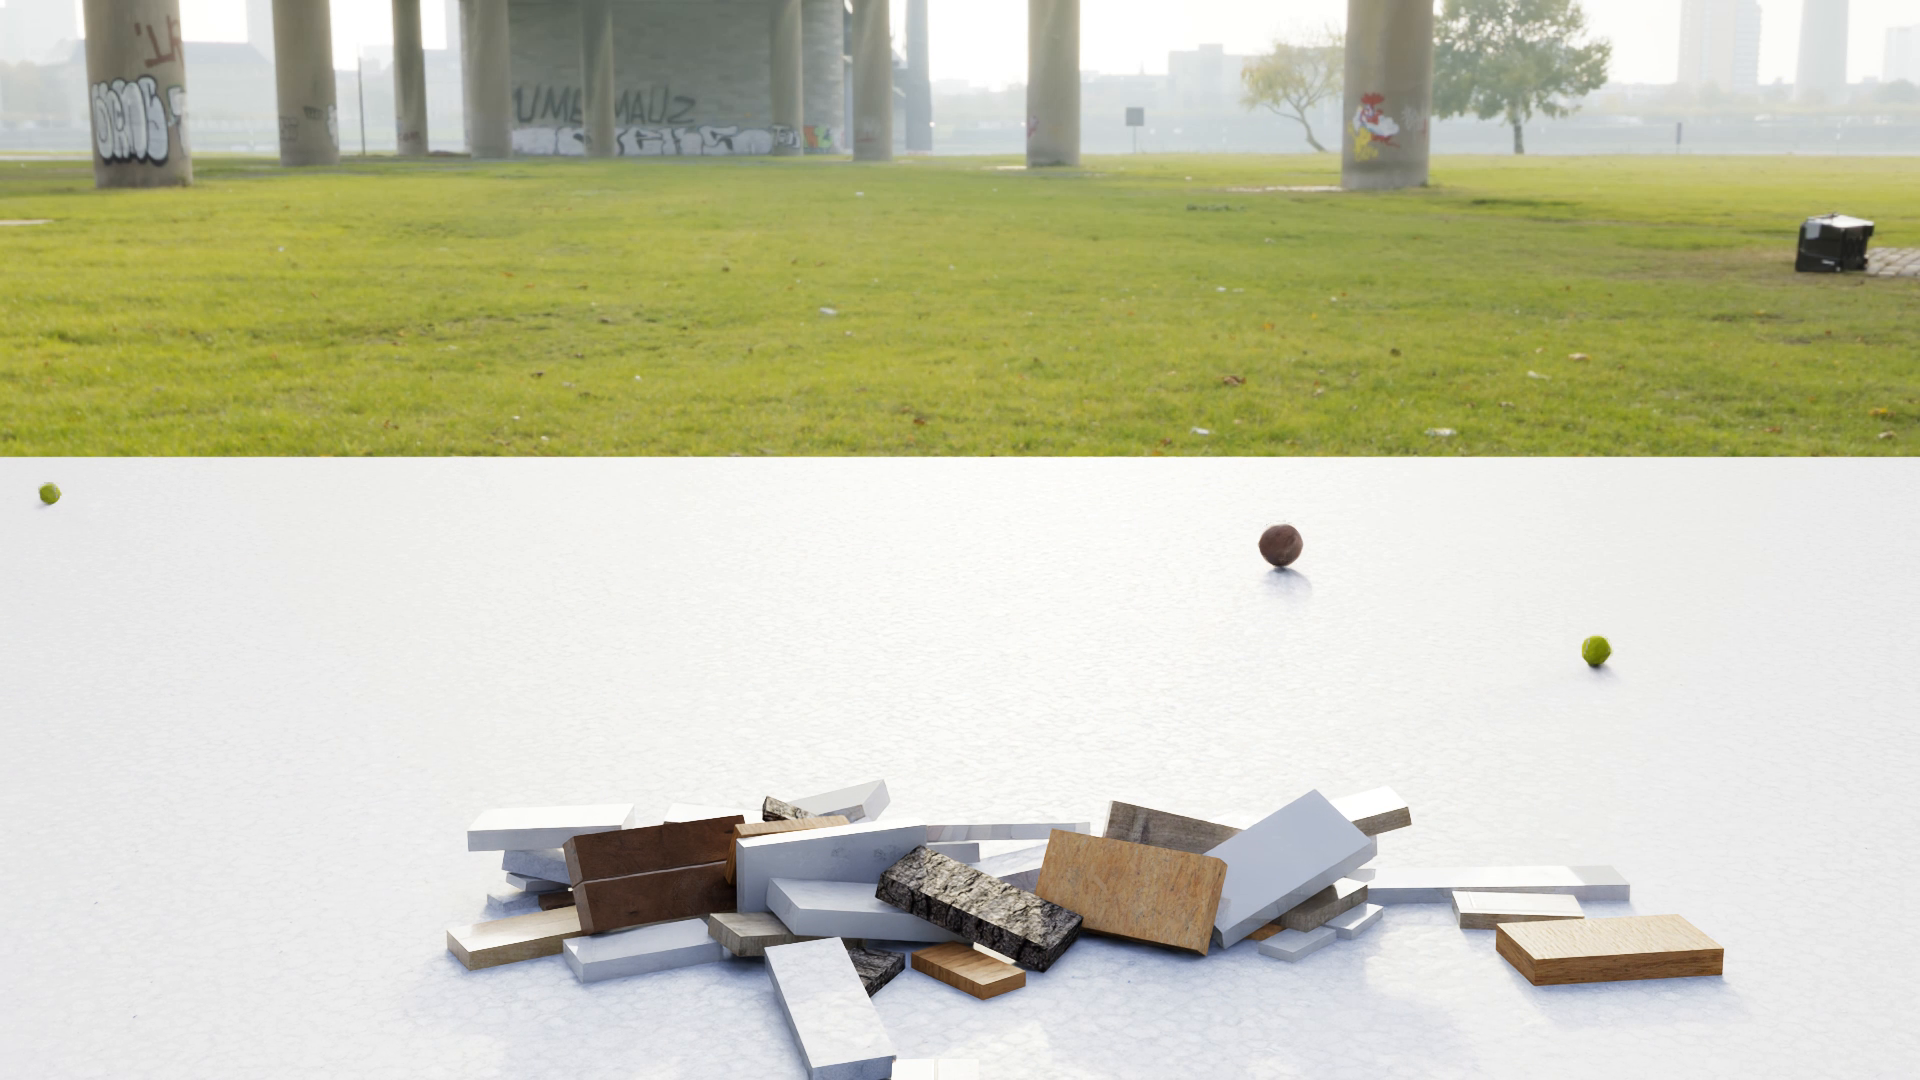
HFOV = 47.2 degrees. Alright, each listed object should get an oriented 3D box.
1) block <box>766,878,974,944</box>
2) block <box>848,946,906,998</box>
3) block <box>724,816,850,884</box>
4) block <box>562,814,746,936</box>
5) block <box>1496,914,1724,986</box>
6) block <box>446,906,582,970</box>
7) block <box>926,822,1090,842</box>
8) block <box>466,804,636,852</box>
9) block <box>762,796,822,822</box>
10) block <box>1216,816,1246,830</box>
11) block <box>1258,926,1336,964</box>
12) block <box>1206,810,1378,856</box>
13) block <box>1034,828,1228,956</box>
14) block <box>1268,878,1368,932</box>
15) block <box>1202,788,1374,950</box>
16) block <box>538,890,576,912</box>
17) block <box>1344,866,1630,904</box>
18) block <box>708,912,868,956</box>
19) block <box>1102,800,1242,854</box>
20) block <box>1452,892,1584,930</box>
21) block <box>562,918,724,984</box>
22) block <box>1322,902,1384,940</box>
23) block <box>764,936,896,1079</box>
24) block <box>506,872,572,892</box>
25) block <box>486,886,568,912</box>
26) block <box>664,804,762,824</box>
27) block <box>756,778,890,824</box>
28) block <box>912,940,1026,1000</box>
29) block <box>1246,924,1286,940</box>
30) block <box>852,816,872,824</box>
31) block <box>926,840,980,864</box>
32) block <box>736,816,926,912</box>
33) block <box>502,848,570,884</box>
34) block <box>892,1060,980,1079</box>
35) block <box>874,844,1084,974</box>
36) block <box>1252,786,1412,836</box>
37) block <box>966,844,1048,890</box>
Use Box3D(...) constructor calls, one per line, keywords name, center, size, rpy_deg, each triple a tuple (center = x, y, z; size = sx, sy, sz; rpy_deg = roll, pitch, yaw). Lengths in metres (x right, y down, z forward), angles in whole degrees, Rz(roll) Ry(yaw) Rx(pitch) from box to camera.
Box3D(name="block", center=(-0.138, 0.581, 3.448), size=(0.299, 0.042, 0.149), rpy_deg=(7, 7, -24))
Box3D(name="block", center=(-0.154, 0.650, 3.279), size=(0.084, 0.024, 0.167), rpy_deg=(4, 11, 22))
Box3D(name="block", center=(-0.278, 0.500, 3.551), size=(0.195, 0.098, 0.028), rpy_deg=(-1, 29, -31))
Box3D(name="block", center=(-0.469, 0.533, 3.501), size=(0.306, 0.153, 0.043), rpy_deg=(-3, -22, -36))
Box3D(name="block", center=(0.991, 0.625, 3.362), size=(0.299, 0.042, 0.149), rpy_deg=(-2, 11, -8))
Box3D(name="block", center=(-0.675, 0.619, 3.429), size=(0.220, 0.031, 0.110), rpy_deg=(-6, 12, -30))
Box3D(name="block", center=(-0.001, 0.508, 3.827), size=(0.447, 0.028, 0.098), rpy_deg=(-3, -7, 18))
Box3D(name="block", center=(-0.678, 0.478, 3.657), size=(0.255, 0.036, 0.127), rpy_deg=(-2, 9, 1))
Box3D(name="block", center=(-0.262, 0.474, 3.681), size=(0.143, 0.020, 0.072), rpy_deg=(23, 10, -9))
Box3D(name="block", center=(0.368, 0.532, 3.662), size=(0.237, 0.034, 0.118), rpy_deg=(-21, 9, 1))
Box3D(name="block", center=(0.526, 0.626, 3.427), size=(0.063, 0.018, 0.125), rpy_deg=(9, 14, 40))
Box3D(name="block", center=(0.559, 0.525, 3.829), size=(0.149, 0.042, 0.299), rpy_deg=(-10, 9, -43))
Box3D(name="block", center=(0.264, 0.553, 3.467), size=(0.292, 0.146, 0.041), rpy_deg=(6, -20, 30))
Box3D(name="block", center=(0.566, 0.582, 3.541), size=(0.097, 0.028, 0.194), rpy_deg=(8, 13, 38))
Box3D(name="block", center=(0.494, 0.520, 3.499), size=(0.293, 0.041, 0.146), rpy_deg=(-27, 43, -17))
Box3D(name="block", center=(-0.627, 0.592, 3.610), size=(0.119, 0.017, 0.059), rpy_deg=(-4, 11, -22))
Box3D(name="block", center=(0.875, 0.575, 3.673), size=(0.462, 0.028, 0.097), rpy_deg=(0, 11, -2))
Box3D(name="block", center=(-0.266, 0.607, 3.404), size=(0.221, 0.031, 0.110), rpy_deg=(3, 7, -32))
Box3D(name="block", center=(0.344, 0.503, 3.567), size=(0.229, 0.114, 0.032), rpy_deg=(13, -8, -4))
Box3D(name="block", center=(0.898, 0.599, 3.544), size=(0.194, 0.028, 0.097), rpy_deg=(1, 11, 5))
Box3D(name="block", center=(-0.486, 0.629, 3.373), size=(0.221, 0.031, 0.110), rpy_deg=(-5, 12, -25))
Box3D(name="block", center=(0.624, 0.608, 3.523), size=(0.063, 0.018, 0.125), rpy_deg=(7, 13, 33))
Box3D(name="block", center=(-0.187, 0.662, 3.105), size=(0.114, 0.032, 0.381), rpy_deg=(-6, 16, -13))
Box3D(name="block", center=(-0.686, 0.563, 3.648), size=(0.119, 0.017, 0.059), rpy_deg=(4, 6, -44))
Box3D(name="block", center=(-0.714, 0.588, 3.635), size=(0.119, 0.017, 0.059), rpy_deg=(-8, 13, -37))
Box3D(name="block", center=(-0.391, 0.477, 3.680), size=(0.197, 0.028, 0.099), rpy_deg=(5, 10, 1))
Box3D(name="block", center=(-0.287, 0.492, 3.836), size=(0.306, 0.043, 0.153), rpy_deg=(-15, 7, 15))
Box3D(name="block", center=(0.012, 0.645, 3.305), size=(0.084, 0.024, 0.167), rpy_deg=(-9, 14, -39))
Box3D(name="block", center=(0.494, 0.610, 3.512), size=(0.063, 0.018, 0.125), rpy_deg=(4, 11, 22))
Box3D(name="block", center=(-0.223, 0.530, 3.566), size=(0.195, 0.098, 0.028), rpy_deg=(-22, 37, -17))
Box3D(name="block", center=(-0.040, 0.529, 3.727), size=(0.114, 0.032, 0.229), rpy_deg=(-2, -6, -8))
Box3D(name="block", center=(-0.204, 0.540, 3.520), size=(0.306, 0.153, 0.043), rpy_deg=(-4, 11, -22))
Box3D(name="block", center=(-0.625, 0.542, 3.675), size=(0.255, 0.036, 0.127), rpy_deg=(12, 9, -1))
Box3D(name="block", center=(-0.032, 0.730, 2.826), size=(0.114, 0.032, 0.229), rpy_deg=(0, 11, 0))
Box3D(name="block", center=(0.031, 0.572, 3.427), size=(0.292, 0.041, 0.146), rpy_deg=(21, 18, 18))
Box3D(name="block", center=(0.613, 0.468, 3.630), size=(0.237, 0.034, 0.118), rpy_deg=(-14, 11, -3))
Box3D(name="block", center=(0.103, 0.549, 3.655), size=(0.229, 0.032, 0.114), rpy_deg=(-13, 10, 4))
